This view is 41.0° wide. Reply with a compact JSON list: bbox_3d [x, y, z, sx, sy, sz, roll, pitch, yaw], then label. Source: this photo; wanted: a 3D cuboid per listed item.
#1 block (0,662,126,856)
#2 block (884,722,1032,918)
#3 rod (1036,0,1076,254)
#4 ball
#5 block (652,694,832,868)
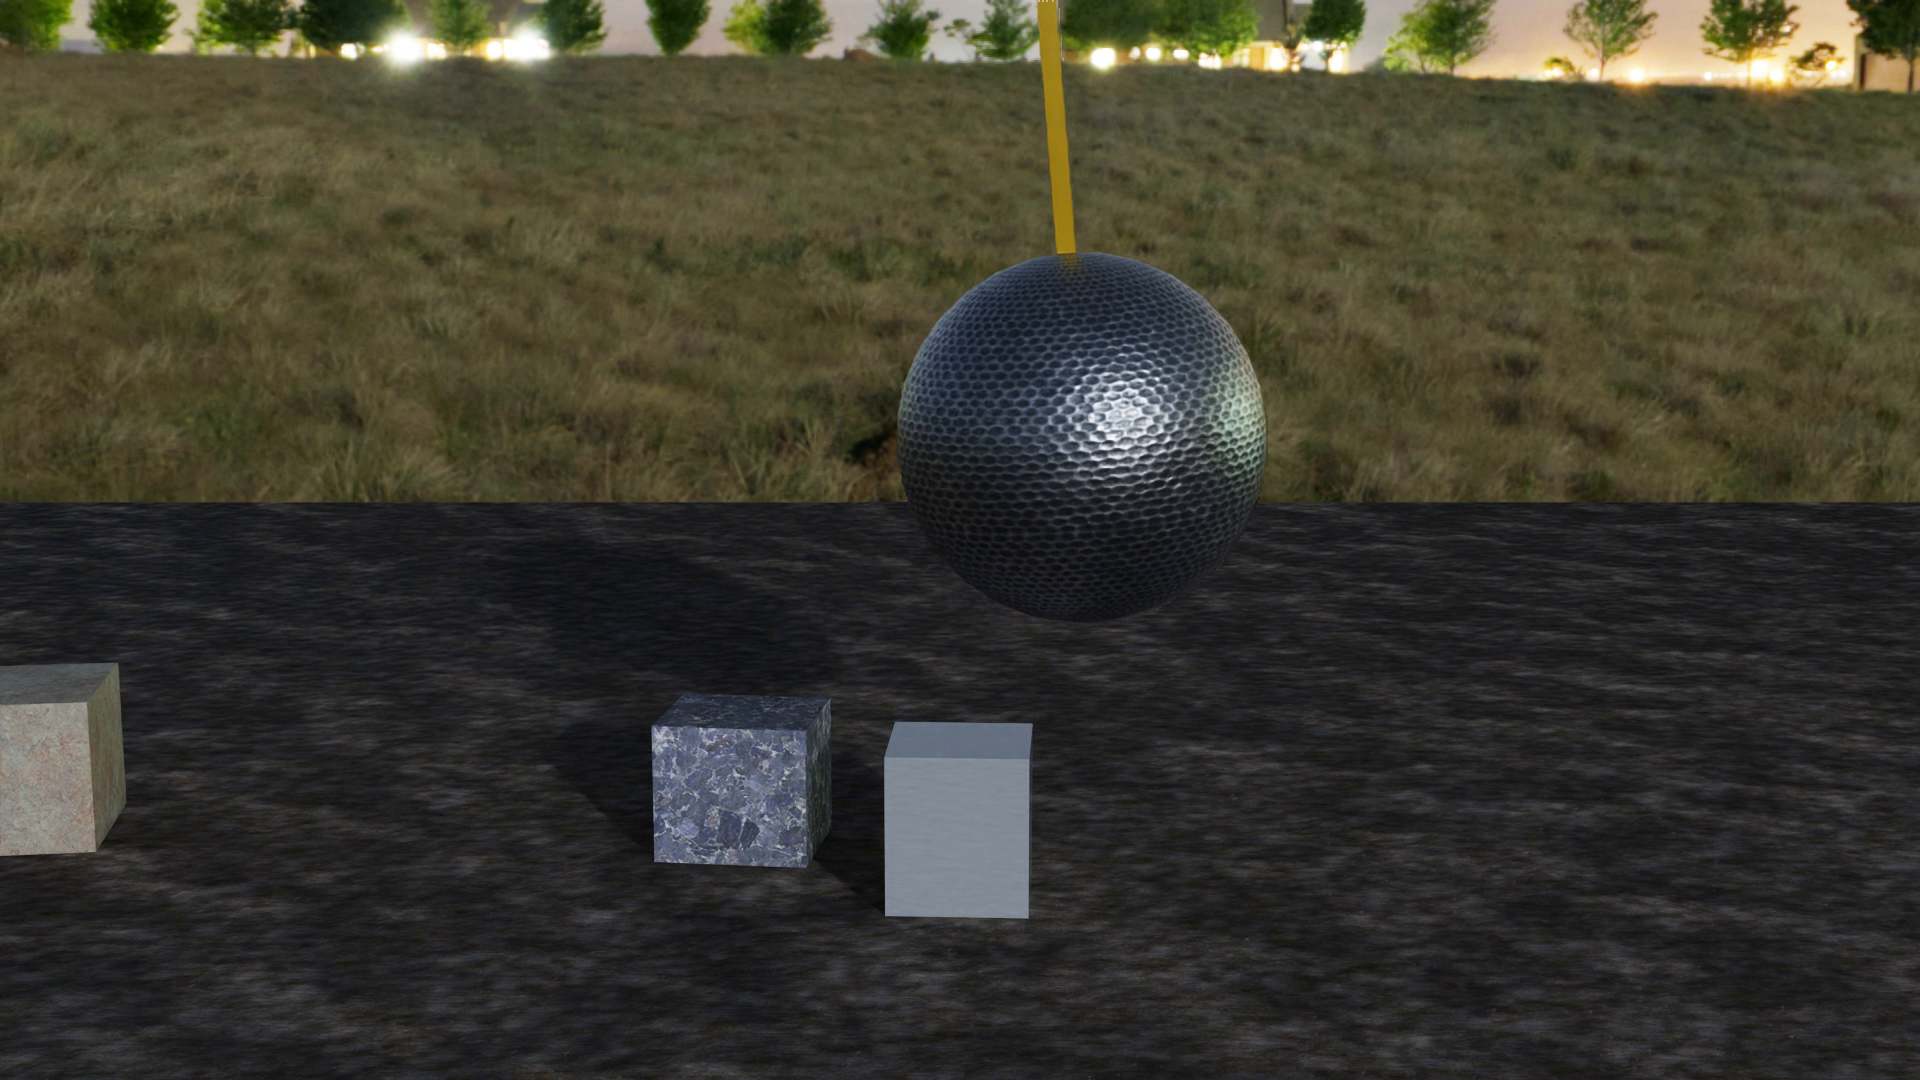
[{"bbox_3d":[-4.373,1.018,12.001,0.743,0.704,0.805,-1,10,-8],"label":"block"},{"bbox_3d":[0.001,1.197,11.050,0.606,0.692,0.598,1,10,3],"label":"block"},{"bbox_3d":[0.227,-3.775,10.494,0.080,5.200,0.080,-5,10,1],"label":"rod"},{"bbox_3d":[0.523,-0.443,11.100,1.600,1.600,1.600,0,10,0],"label":"ball"},{"bbox_3d":[-0.992,1.095,11.781,0.698,0.631,0.625,1,10,7],"label":"block"}]
